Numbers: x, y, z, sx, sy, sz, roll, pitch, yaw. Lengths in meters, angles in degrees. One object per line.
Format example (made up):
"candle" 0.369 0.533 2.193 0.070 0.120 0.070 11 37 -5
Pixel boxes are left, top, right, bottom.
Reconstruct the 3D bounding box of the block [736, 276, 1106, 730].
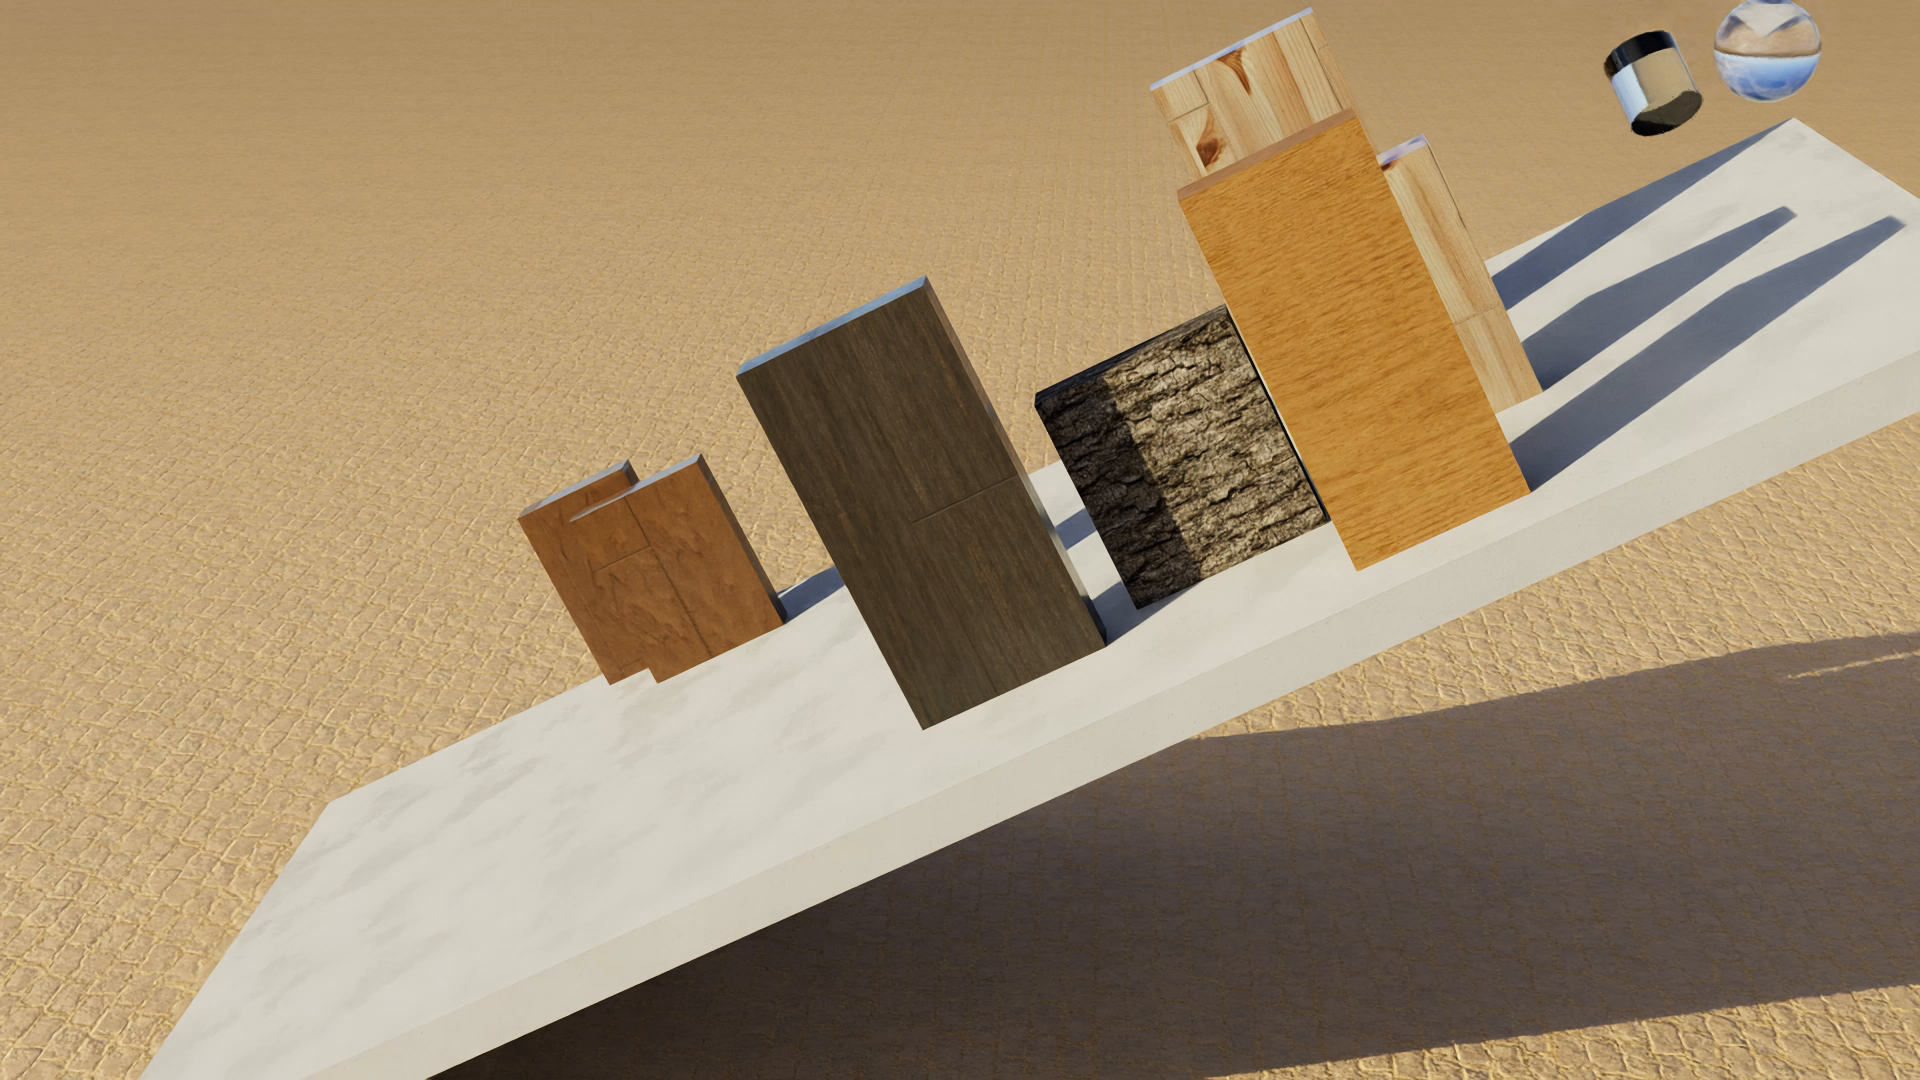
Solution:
"block" -0.068 -0.066 5.644 0.396 0.785 0.107 -25 14 10

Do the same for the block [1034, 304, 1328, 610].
"block" 0.431 -0.160 5.736 0.409 0.459 0.104 -25 14 10

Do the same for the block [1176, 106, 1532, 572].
"block" 0.709 -0.357 5.292 0.343 0.756 0.119 -25 14 10

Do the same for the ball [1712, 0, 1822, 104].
"ball" 1.602 -0.973 5.839 0.208 0.208 0.208 0 16 0

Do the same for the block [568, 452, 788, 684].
"block" -0.671 0.069 7.027 0.344 0.447 0.088 -25 14 10

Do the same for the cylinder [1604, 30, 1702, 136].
"cylinder" 1.367 -0.901 5.804 0.147 0.147 0.147 -15 -25 -7

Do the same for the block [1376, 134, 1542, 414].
"block" 0.836 -0.455 5.857 0.447 0.551 0.125 -25 14 10

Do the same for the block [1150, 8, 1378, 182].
"block" 0.763 -0.719 6.450 0.383 0.795 0.097 -25 14 10

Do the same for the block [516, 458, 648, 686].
"block" -0.841 0.081 7.245 0.293 0.477 0.094 -25 14 10

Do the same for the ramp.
"ramp" 0.138 0.168 6.281 4.000 0.100 2.000 -25 14 10
